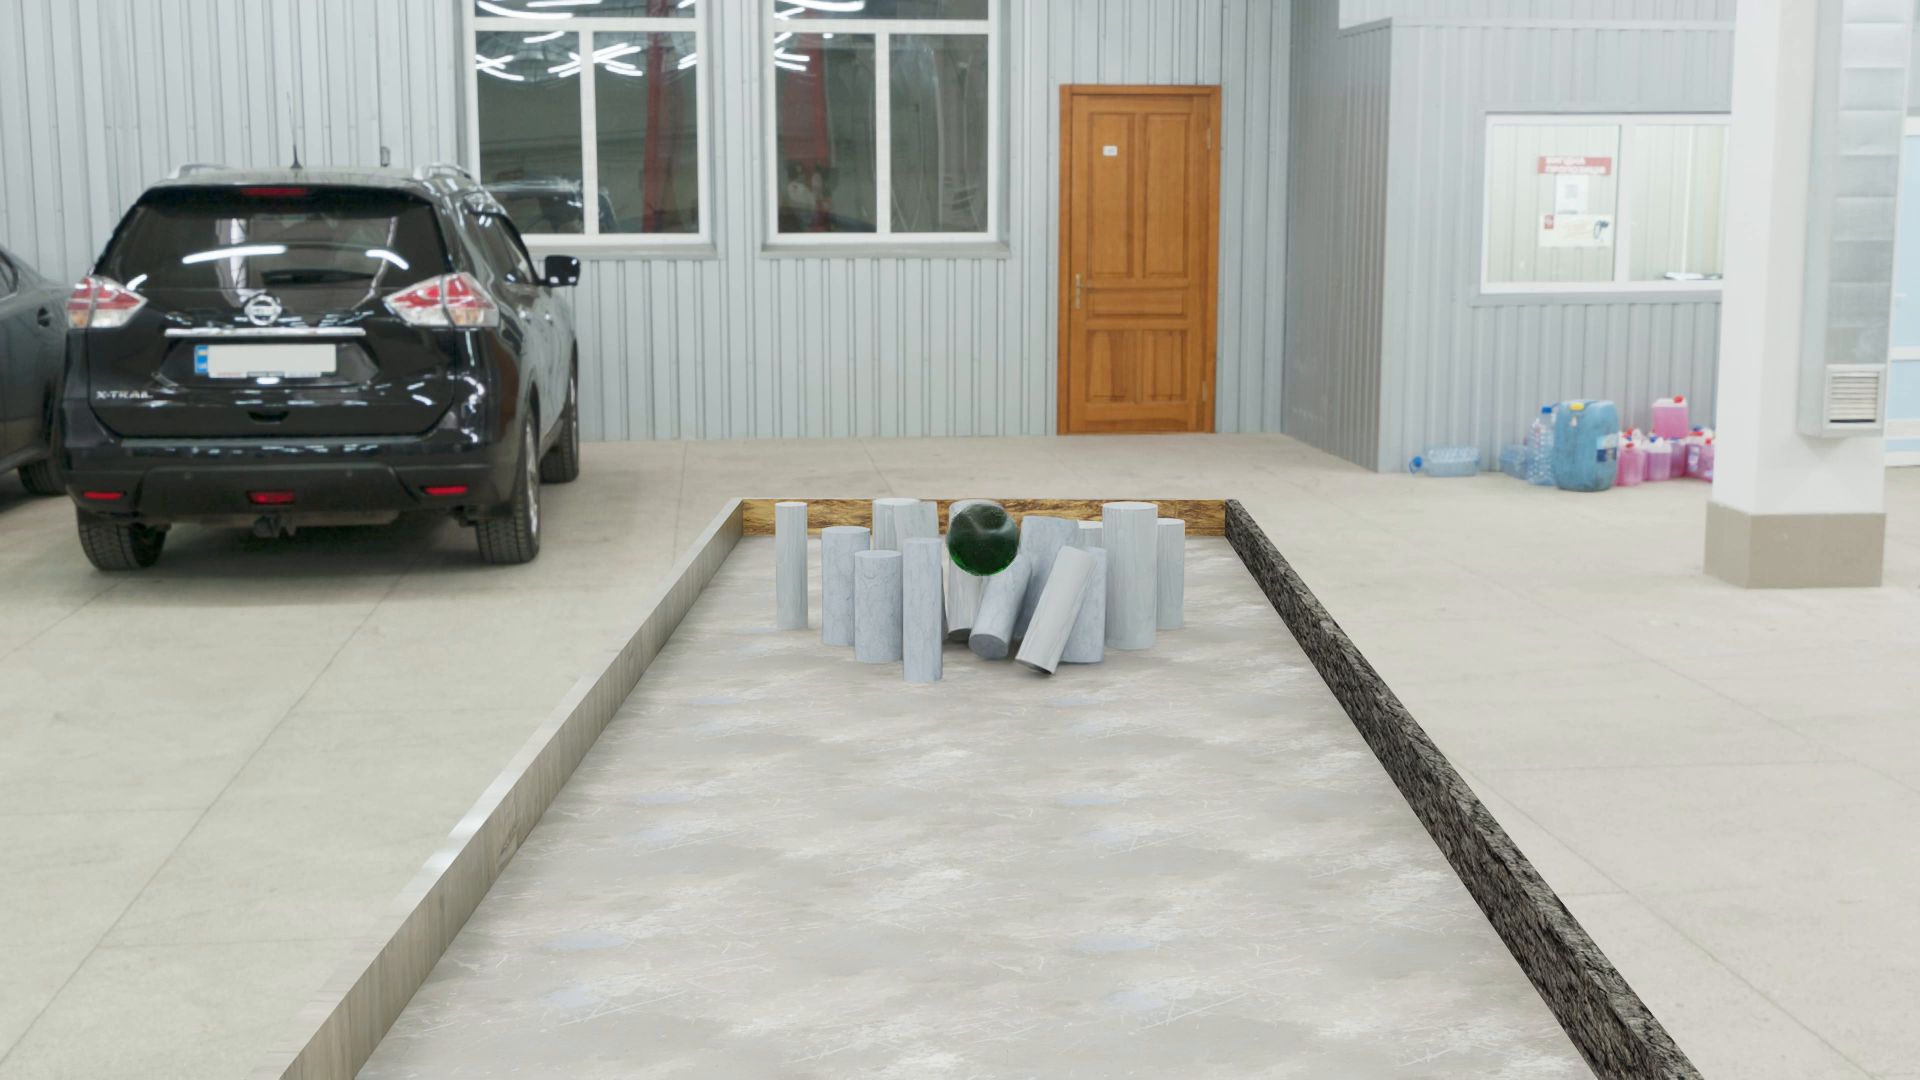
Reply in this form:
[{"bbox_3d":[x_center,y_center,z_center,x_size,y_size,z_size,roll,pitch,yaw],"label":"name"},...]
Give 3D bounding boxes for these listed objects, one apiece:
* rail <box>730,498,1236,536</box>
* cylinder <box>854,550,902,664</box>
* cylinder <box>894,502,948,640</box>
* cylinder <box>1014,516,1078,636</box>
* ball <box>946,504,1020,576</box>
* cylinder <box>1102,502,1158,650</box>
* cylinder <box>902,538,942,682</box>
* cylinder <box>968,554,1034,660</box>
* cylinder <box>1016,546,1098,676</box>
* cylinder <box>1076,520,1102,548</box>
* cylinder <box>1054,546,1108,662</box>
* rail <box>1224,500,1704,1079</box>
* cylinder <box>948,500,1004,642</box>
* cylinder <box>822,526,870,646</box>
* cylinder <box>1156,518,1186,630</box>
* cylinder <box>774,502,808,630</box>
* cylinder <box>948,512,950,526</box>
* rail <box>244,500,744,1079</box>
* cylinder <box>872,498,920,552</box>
[{"bbox_3d":[0.099,-0.098,9.147,2.100,0.150,0.050,0,9,1],"label":"rail"},{"bbox_3d":[-0.249,0.202,6.701,0.146,0.324,0.146,0,9,0],"label":"cylinder"},{"bbox_3d":[-0.123,0.101,6.936,0.136,0.436,0.136,-5,4,0],"label":"cylinder"},{"bbox_3d":[0.266,0.119,6.961,0.176,0.376,0.176,6,-2,0],"label":"cylinder"},{"bbox_3d":[0.071,-0.001,6.736,0.225,0.225,0.225,0,9,0],"label":"ball"},{"bbox_3d":[0.532,0.110,6.907,0.173,0.441,0.173,0,9,0],"label":"cylinder"},{"bbox_3d":[-0.110,0.203,6.423,0.114,0.409,0.114,0,9,0],"label":"cylinder"},{"bbox_3d":[0.127,0.201,6.764,0.126,0.126,0.326,3,49,19],"label":"cylinder"},{"bbox_3d":[0.287,0.207,6.497,0.120,0.366,0.120,22,-11,4],"label":"cylinder"},{"bbox_3d":[0.401,0.117,7.188,0.173,0.339,0.173,0,9,0],"label":"cylinder"},{"bbox_3d":[0.363,0.194,6.685,0.162,0.334,0.162,2,6,0],"label":"cylinder"},{"bbox_3d":[1.046,0.843,3.208,0.050,0.150,12.000,0,9,1],"label":"rail"},{"bbox_3d":[0.050,0.097,6.955,0.174,0.418,0.174,0,-17,0],"label":"cylinder"},{"bbox_3d":[-0.360,0.144,6.952,0.154,0.359,0.154,0,9,0],"label":"cylinder"},{"bbox_3d":[0.664,0.110,7.206,0.141,0.347,0.141,0,9,0],"label":"cylinder"},{"bbox_3d":[-0.550,0.083,7.192,0.104,0.405,0.104,0,9,0],"label":"cylinder"},{"bbox_3d":[0.048,0.093,7.192,0.175,0.366,0.175,1,2,0],"label":"cylinder"},{"bbox_3d":[-1.004,0.839,3.234,0.050,0.150,12.000,0,9,1],"label":"rail"},{"bbox_3d":[-0.206,0.079,7.190,0.159,0.414,0.159,0,9,0],"label":"cylinder"}]
